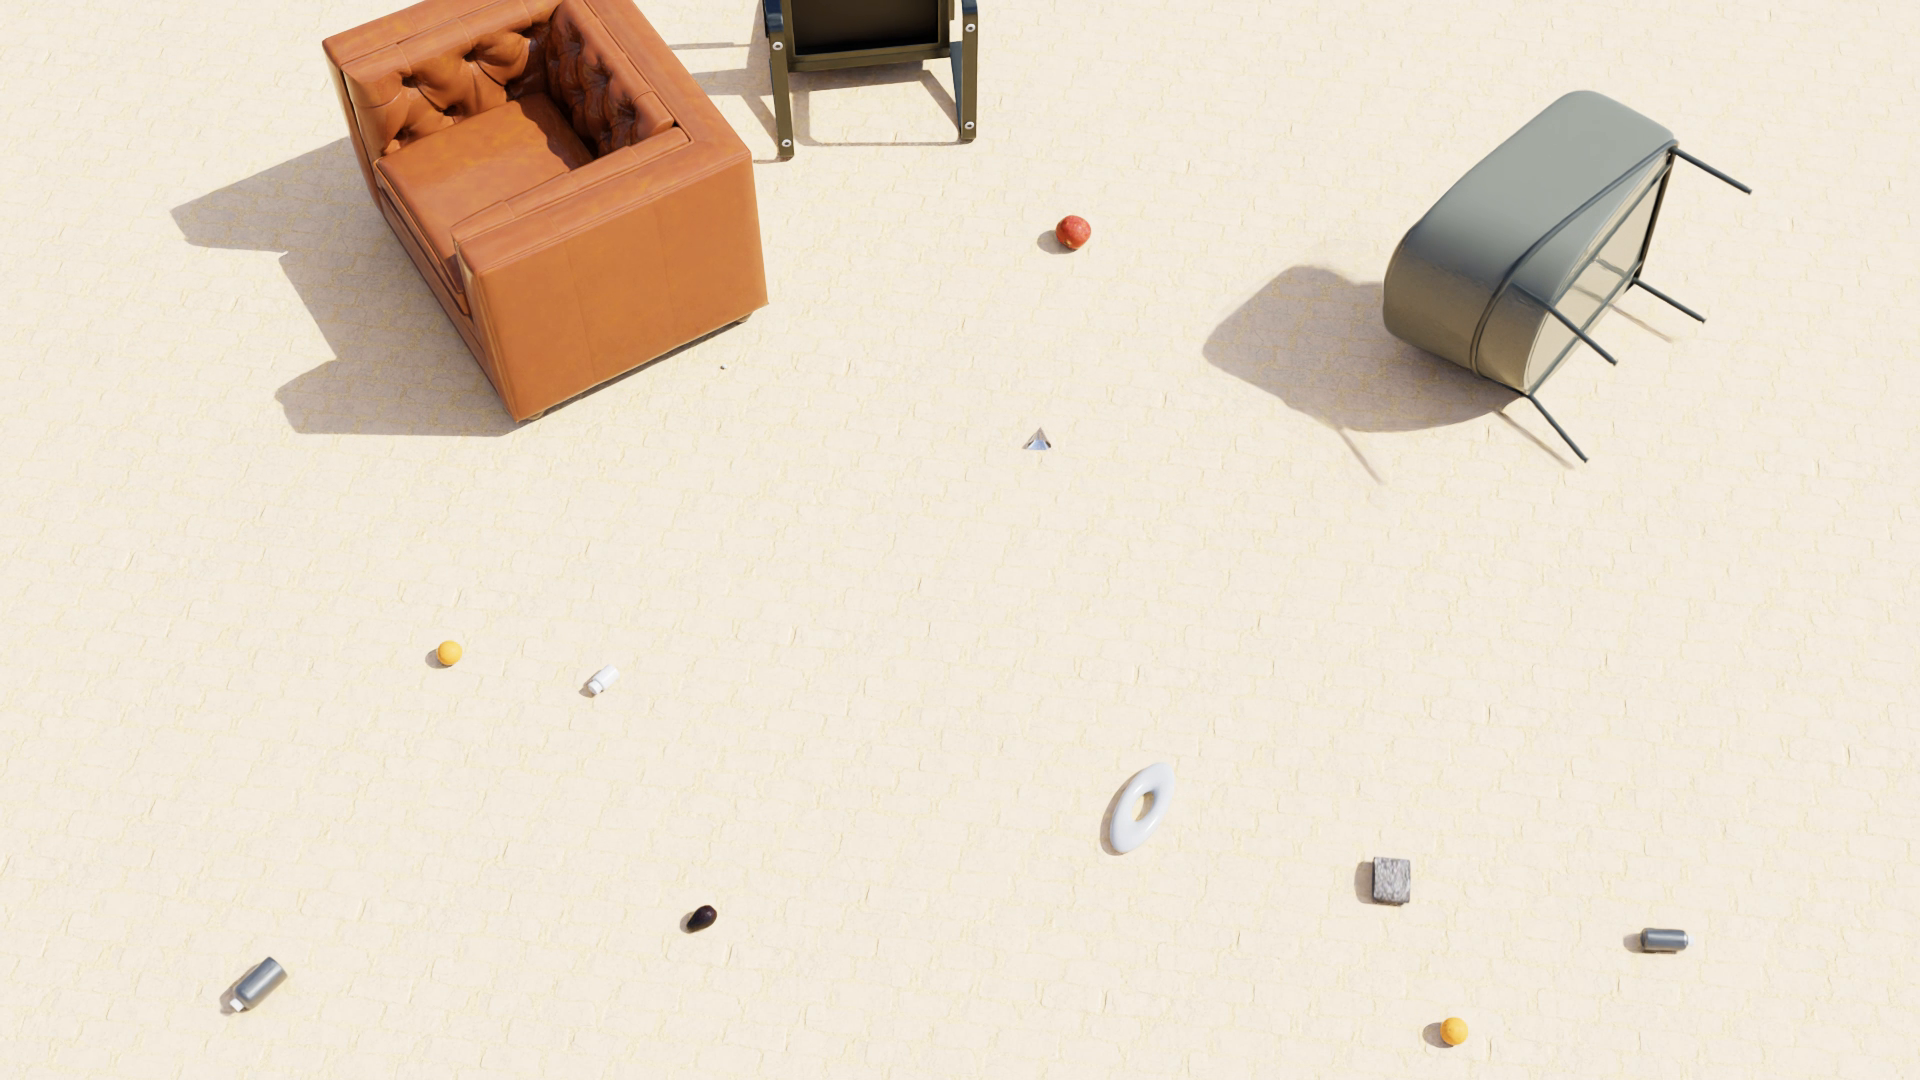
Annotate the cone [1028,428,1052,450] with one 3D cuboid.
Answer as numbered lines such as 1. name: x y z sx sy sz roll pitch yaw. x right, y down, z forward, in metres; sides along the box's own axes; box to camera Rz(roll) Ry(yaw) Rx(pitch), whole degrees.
1. cone: 0.247 -0.322 6.778 0.073 0.040 0.091 1 44 3

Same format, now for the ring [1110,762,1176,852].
1. ring: 0.503 0.734 6.053 0.133 0.047 0.309 24 59 16

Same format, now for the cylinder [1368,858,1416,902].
1. cylinder: 1.163 0.916 5.927 0.096 0.055 0.128 15 37 -28
